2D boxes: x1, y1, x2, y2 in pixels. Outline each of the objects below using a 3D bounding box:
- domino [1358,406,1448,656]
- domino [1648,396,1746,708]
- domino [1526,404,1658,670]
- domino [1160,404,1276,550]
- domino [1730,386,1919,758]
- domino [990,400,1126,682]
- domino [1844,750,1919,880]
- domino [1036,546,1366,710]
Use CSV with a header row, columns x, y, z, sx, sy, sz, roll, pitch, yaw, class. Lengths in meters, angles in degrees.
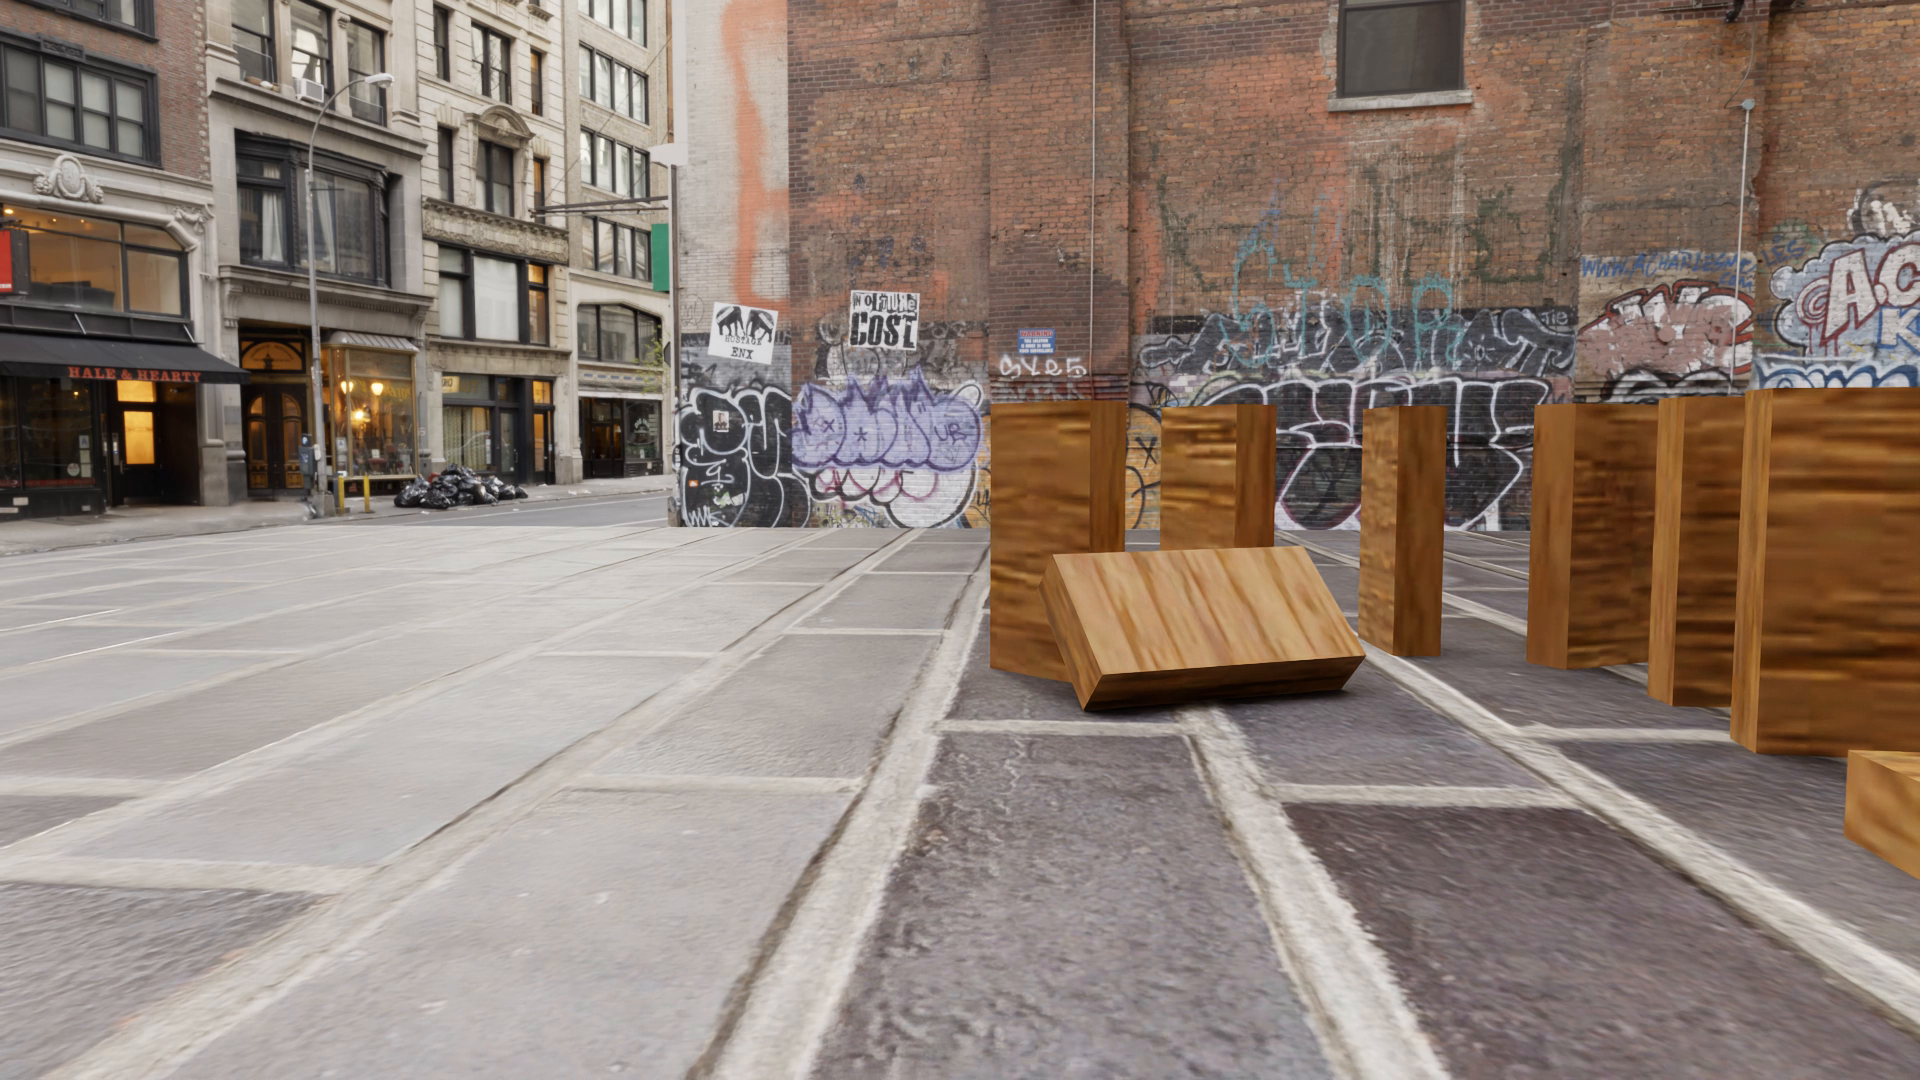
x,y,z,sx,sy,sz,roll,pitch,yaw,class
0.092,-0.003,0.268,0.009,0.050,0.025,0,4,2,domino
0.129,0.002,0.210,0.025,0.050,0.010,0,4,6,domino
0.124,-0.001,0.249,0.025,0.050,0.009,-2,5,-23,domino
0.051,-0.002,0.258,0.009,0.050,0.025,-2,5,-25,domino
0.123,0.004,0.177,0.025,0.050,0.009,1,4,12,domino
0.018,0.000,0.236,0.009,0.050,0.025,-4,6,-42,domino
0.104,0.029,0.112,0.025,0.010,0.050,1,4,9,domino
0.041,0.014,0.219,0.050,0.010,0.025,-2,48,-21,domino
